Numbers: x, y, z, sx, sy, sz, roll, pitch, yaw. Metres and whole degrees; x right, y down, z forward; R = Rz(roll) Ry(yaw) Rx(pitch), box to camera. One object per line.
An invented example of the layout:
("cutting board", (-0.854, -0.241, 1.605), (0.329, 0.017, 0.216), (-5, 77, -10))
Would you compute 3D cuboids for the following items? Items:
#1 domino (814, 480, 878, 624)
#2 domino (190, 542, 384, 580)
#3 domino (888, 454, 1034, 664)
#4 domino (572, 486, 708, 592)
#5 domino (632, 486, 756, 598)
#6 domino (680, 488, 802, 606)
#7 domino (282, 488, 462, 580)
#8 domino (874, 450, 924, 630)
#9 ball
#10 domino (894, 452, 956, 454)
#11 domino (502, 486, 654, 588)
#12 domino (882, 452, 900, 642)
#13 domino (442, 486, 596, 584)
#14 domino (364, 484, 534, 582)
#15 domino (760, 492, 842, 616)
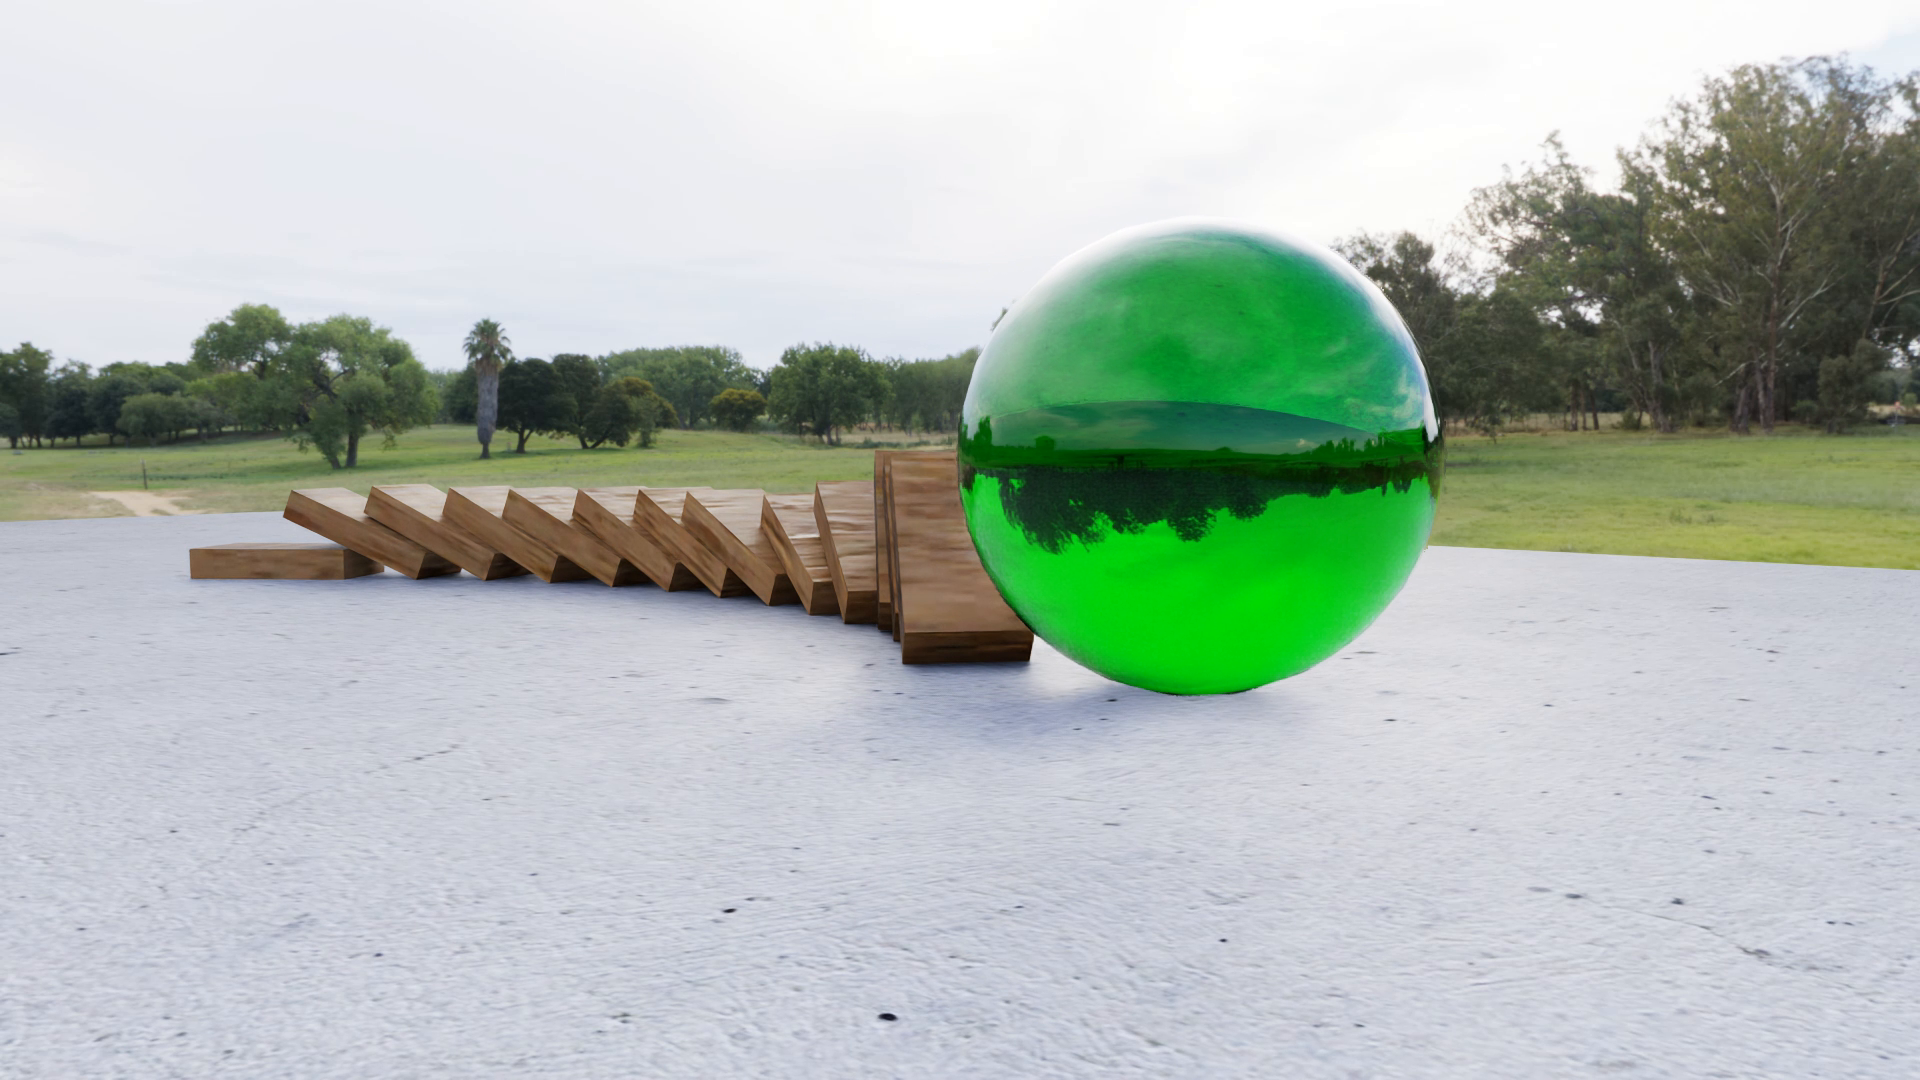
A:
("domino", (-0.021, 0.002, 0.323), (0.025, 0.010, 0.050), (-1, 34, -16))
("domino", (-0.217, 0.007, 0.416), (0.050, 0.009, 0.025), (0, 4, 3))
("domino", (-0.001, 0.003, 0.264), (0.025, 0.010, 0.050), (-1, 46, -7))
("domino", (-0.093, -0.001, 0.390), (0.050, 0.010, 0.025), (32, 22, 32))
("domino", (-0.072, 0.000, 0.376), (0.025, 0.009, 0.050), (-4, 30, -44))
("domino", (-0.055, 0.001, 0.360), (0.025, 0.009, 0.050), (-4, 30, -41))
("domino", (-0.189, -0.003, 0.416), (0.050, 0.009, 0.025), (23, 8, 8))
("domino", (-0.007, -0.001, 0.306), (0.025, 0.009, 0.050), (0, 46, -6))
("ball", (0.039, -0.014, 0.217), (0.080, 0.080, 0.080), (0, 4, 0))
("domino", (-0.001, 0.001, 0.278), (0.025, 0.010, 0.050), (-1, 46, -7))
("domino", (-0.116, -0.002, 0.401), (0.050, 0.009, 0.025), (28, 17, 24))
("domino", (-0.004, 0.000, 0.292), (0.025, 0.009, 0.050), (-1, 46, -7))
("domino", (-0.138, -0.003, 0.411), (0.050, 0.009, 0.025), (28, 16, 23))
("domino", (-0.164, -0.003, 0.415), (0.050, 0.009, 0.025), (26, 11, 14))
("domino", (-0.034, 0.003, 0.341), (0.025, 0.010, 0.050), (-2, 28, -24))
